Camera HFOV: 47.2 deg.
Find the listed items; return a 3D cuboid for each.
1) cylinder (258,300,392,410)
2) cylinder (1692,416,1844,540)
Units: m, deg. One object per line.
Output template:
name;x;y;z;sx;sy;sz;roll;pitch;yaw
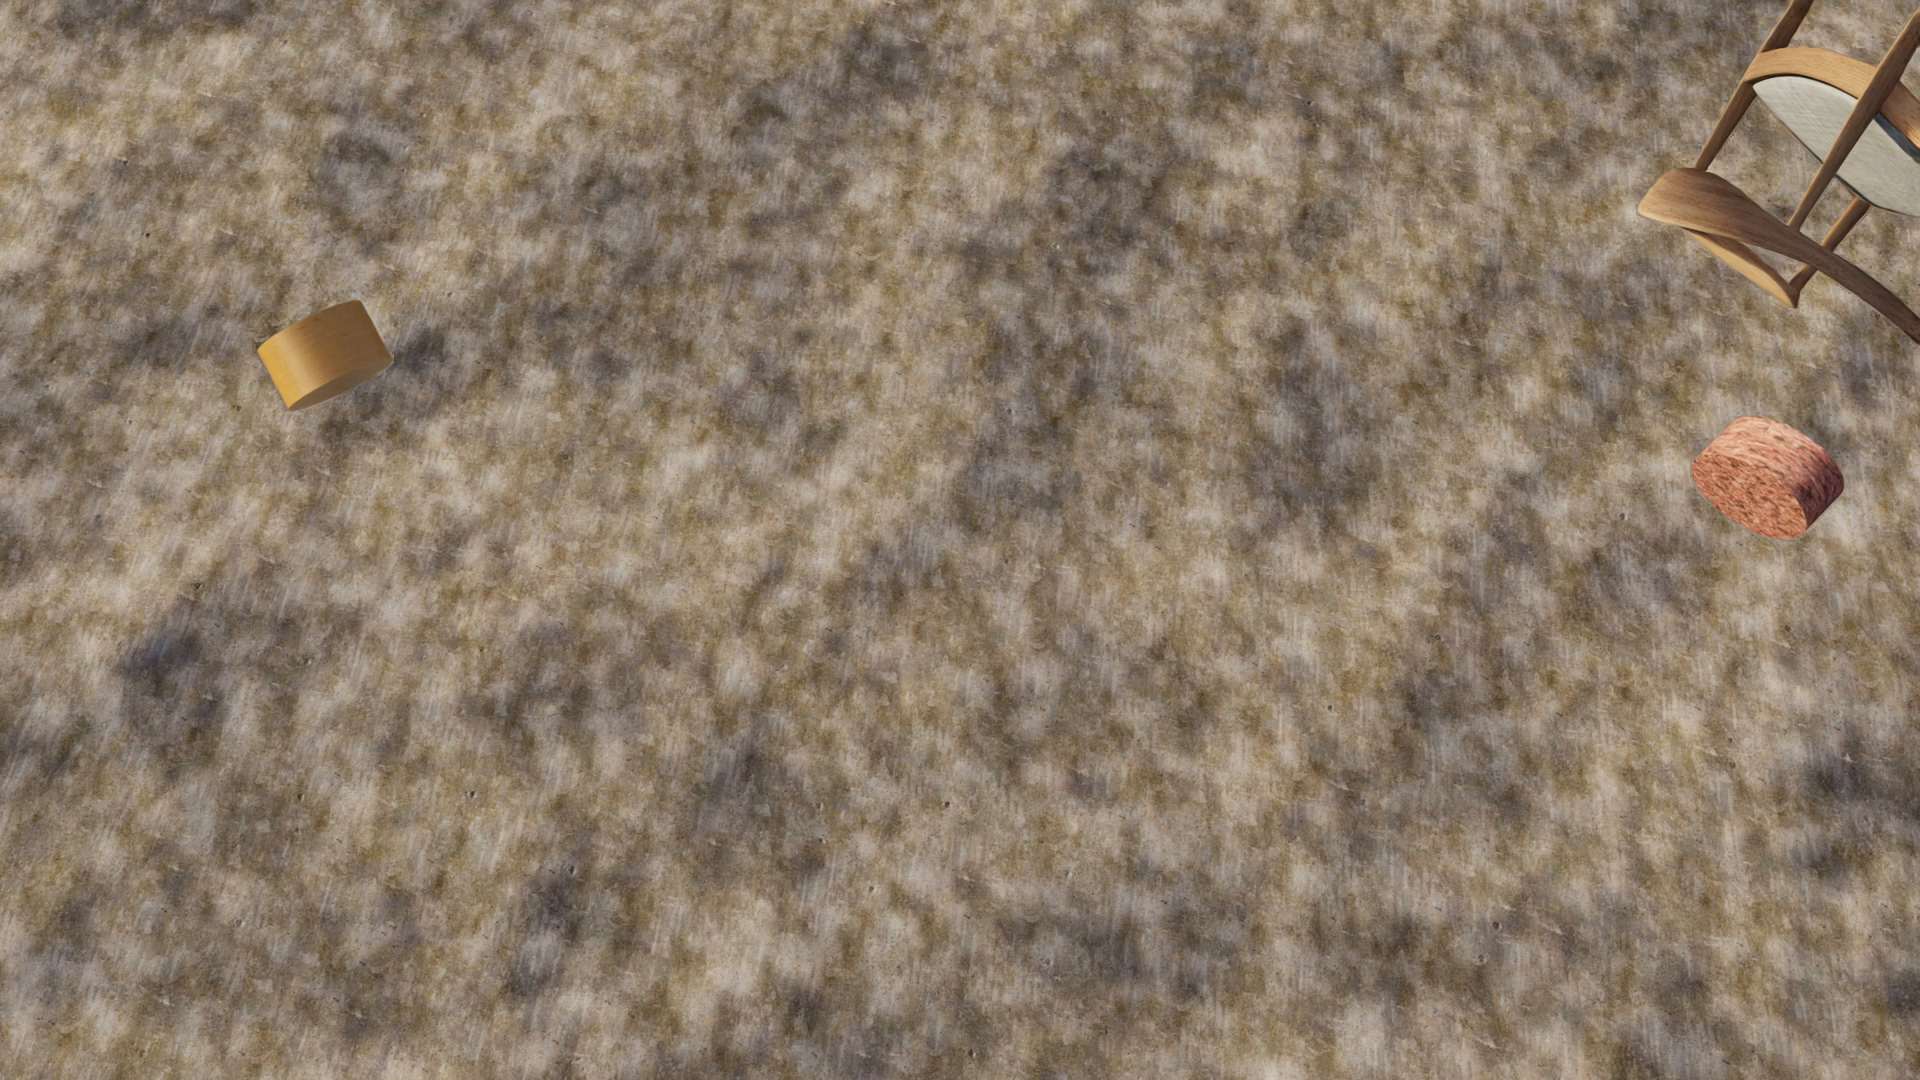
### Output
cylinder;-1.288;-0.374;4.462;0.230;0.221;0.133;-27;93;4
cylinder;1.406;-0.109;3.832;0.105;0.184;0.235;-42;39;-15
